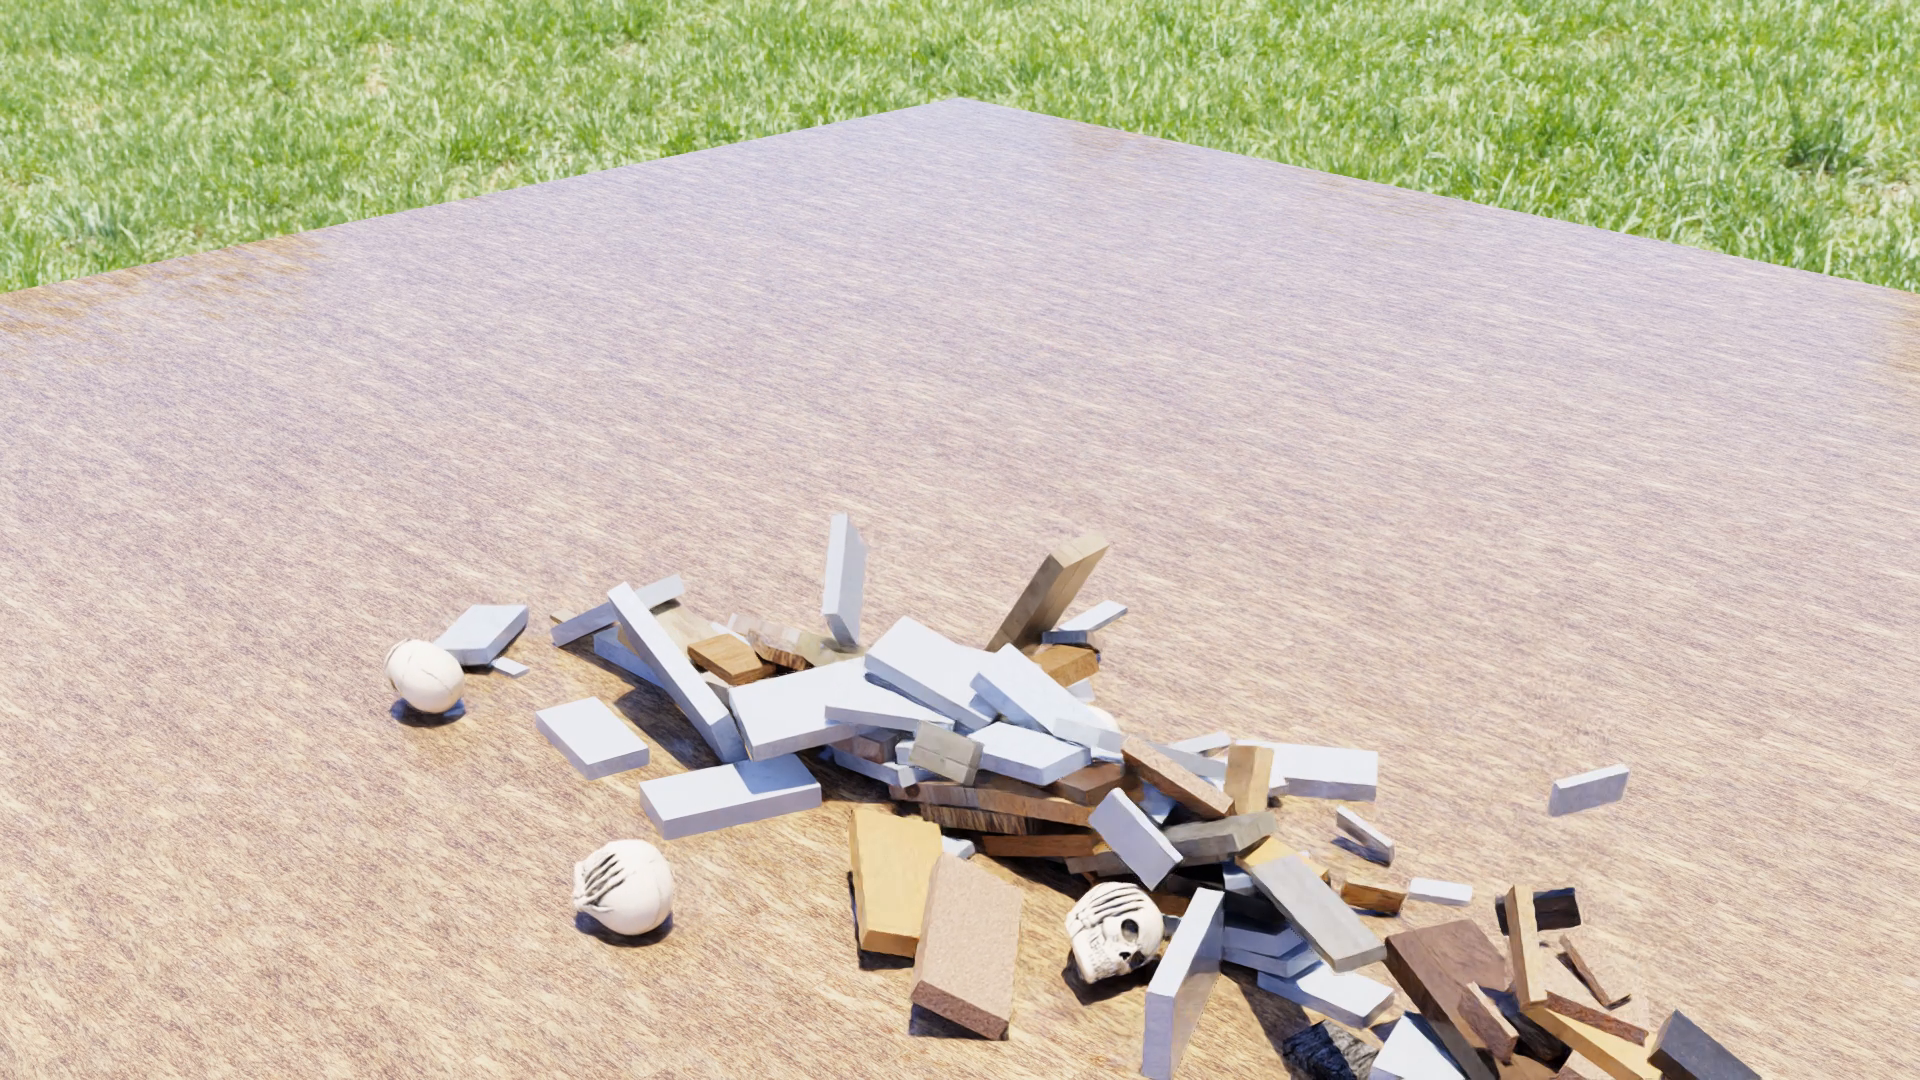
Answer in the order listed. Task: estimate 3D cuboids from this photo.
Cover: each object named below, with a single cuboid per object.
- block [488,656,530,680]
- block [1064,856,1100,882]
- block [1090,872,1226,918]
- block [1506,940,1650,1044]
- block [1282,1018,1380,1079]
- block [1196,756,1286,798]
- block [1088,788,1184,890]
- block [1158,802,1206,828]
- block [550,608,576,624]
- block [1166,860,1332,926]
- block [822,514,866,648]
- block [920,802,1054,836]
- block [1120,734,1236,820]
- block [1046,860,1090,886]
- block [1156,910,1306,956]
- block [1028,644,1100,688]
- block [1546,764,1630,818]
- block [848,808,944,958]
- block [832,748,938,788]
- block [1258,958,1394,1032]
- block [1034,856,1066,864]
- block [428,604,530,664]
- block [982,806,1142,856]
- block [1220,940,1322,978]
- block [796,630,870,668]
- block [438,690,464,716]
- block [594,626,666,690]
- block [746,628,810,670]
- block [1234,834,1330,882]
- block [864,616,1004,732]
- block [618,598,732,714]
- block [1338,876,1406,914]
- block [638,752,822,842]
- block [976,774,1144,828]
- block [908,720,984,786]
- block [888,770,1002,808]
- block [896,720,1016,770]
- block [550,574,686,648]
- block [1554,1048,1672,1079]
[{"bbox_3d":[-1.037,0.294,5.051,0.093,0.013,0.046,17,28,35],"label":"block"},{"bbox_3d":[0.245,0.619,4.222,0.052,0.015,0.104,-20,50,-42],"label":"block"},{"bbox_3d":[0.394,0.646,4.087,0.140,0.040,0.281,-20,14,-41],"label":"block"},{"bbox_3d":[0.981,0.711,3.496,0.227,0.032,0.113,22,33,1],"label":"block"},{"bbox_3d":[0.651,0.876,3.655,0.107,0.030,0.213,-16,28,-35],"label":"block"},{"bbox_3d":[0.550,0.493,4.488,0.206,0.029,0.103,-12,44,-8],"label":"block"},{"bbox_3d":[0.311,0.532,3.914,0.172,0.086,0.024,47,37,17],"label":"block"},{"bbox_3d":[0.439,0.574,4.362,0.257,0.036,0.128,12,26,26],"label":"block"},{"bbox_3d":[-0.944,0.192,5.293,0.046,0.013,0.093,-19,30,-38],"label":"block"},{"bbox_3d":[0.512,0.614,3.929,0.140,0.040,0.281,-18,15,-34],"label":"block"},{"bbox_3d":[-0.251,0.089,4.783,0.037,0.131,0.261,-8,52,15],"label":"block"},{"bbox_3d":[0.075,0.527,4.352,0.148,0.042,0.296,-22,13,-41],"label":"block"},{"bbox_3d":[0.406,0.451,4.080,0.230,0.115,0.033,32,74,21],"label":"block"},{"bbox_3d":[0.223,0.633,4.250,0.104,0.015,0.052,18,29,36],"label":"block"},{"bbox_3d":[0.506,0.687,3.975,0.140,0.040,0.281,-20,14,-41],"label":"block"},{"bbox_3d":[0.116,0.318,4.673,0.332,0.047,0.166,-25,12,-21],"label":"block"},{"bbox_3d":[0.977,0.391,3.422,0.126,0.063,0.018,-11,39,-18],"label":"block"},{"bbox_3d":[-0.109,0.637,4.072,0.169,0.048,0.337,12,30,-14],"label":"block"},{"bbox_3d":[-0.134,0.447,4.554,0.141,0.040,0.283,-18,14,-28],"label":"block"},{"bbox_3d":[0.643,0.787,3.867,0.213,0.030,0.107,18,29,36],"label":"block"},{"bbox_3d":[0.178,0.604,4.283,0.104,0.015,0.052,5,21,41],"label":"block"},{"bbox_3d":[-1.125,0.220,5.153,0.140,0.040,0.281,-1,19,10],"label":"block"},{"bbox_3d":[0.198,0.562,4.239,0.148,0.042,0.296,-22,8,-41],"label":"block"},{"bbox_3d":[0.539,0.728,3.943,0.107,0.030,0.213,-20,16,-38],"label":"block"},{"bbox_3d":[-0.175,0.289,4.817,0.344,0.049,0.172,18,8,-38],"label":"block"},{"bbox_3d":[-1.130,0.363,4.889,0.046,0.013,0.093,-7,24,-16],"label":"block"},{"bbox_3d":[-0.678,0.265,5.076,0.332,0.047,0.166,21,31,41],"label":"block"},{"bbox_3d":[-0.401,0.242,4.843,0.105,0.030,0.210,20,3,-18],"label":"block"},{"bbox_3d":[0.562,0.572,3.843,0.077,0.022,0.154,-30,36,-28],"label":"block"},{"bbox_3d":[-0.032,0.273,4.459,0.293,0.042,0.147,29,42,16],"label":"block"},{"bbox_3d":[-0.594,0.266,4.937,0.332,0.047,0.166,35,40,25],"label":"block"},{"bbox_3d":[0.768,0.663,4.099,0.112,0.056,0.016,12,36,0],"label":"block"},{"bbox_3d":[-0.468,0.518,4.478,0.334,0.047,0.167,-10,25,-22],"label":"block"},{"bbox_3d":[0.191,0.486,4.208,0.296,0.042,0.148,3,18,45],"label":"block"},{"bbox_3d":[-0.026,0.412,4.265,0.024,0.085,0.169,18,-1,-41],"label":"block"},{"bbox_3d":[0.001,0.487,4.430,0.141,0.040,0.283,-22,13,-41],"label":"block"},{"bbox_3d":[0.029,0.411,4.411,0.283,0.040,0.141,1,20,26],"label":"block"},{"bbox_3d":[-0.796,0.164,5.099,0.166,0.047,0.332,-23,0,-42],"label":"block"},{"bbox_3d":[1.116,0.894,3.439,0.348,0.049,0.174,32,34,18],"label":"block"}]
